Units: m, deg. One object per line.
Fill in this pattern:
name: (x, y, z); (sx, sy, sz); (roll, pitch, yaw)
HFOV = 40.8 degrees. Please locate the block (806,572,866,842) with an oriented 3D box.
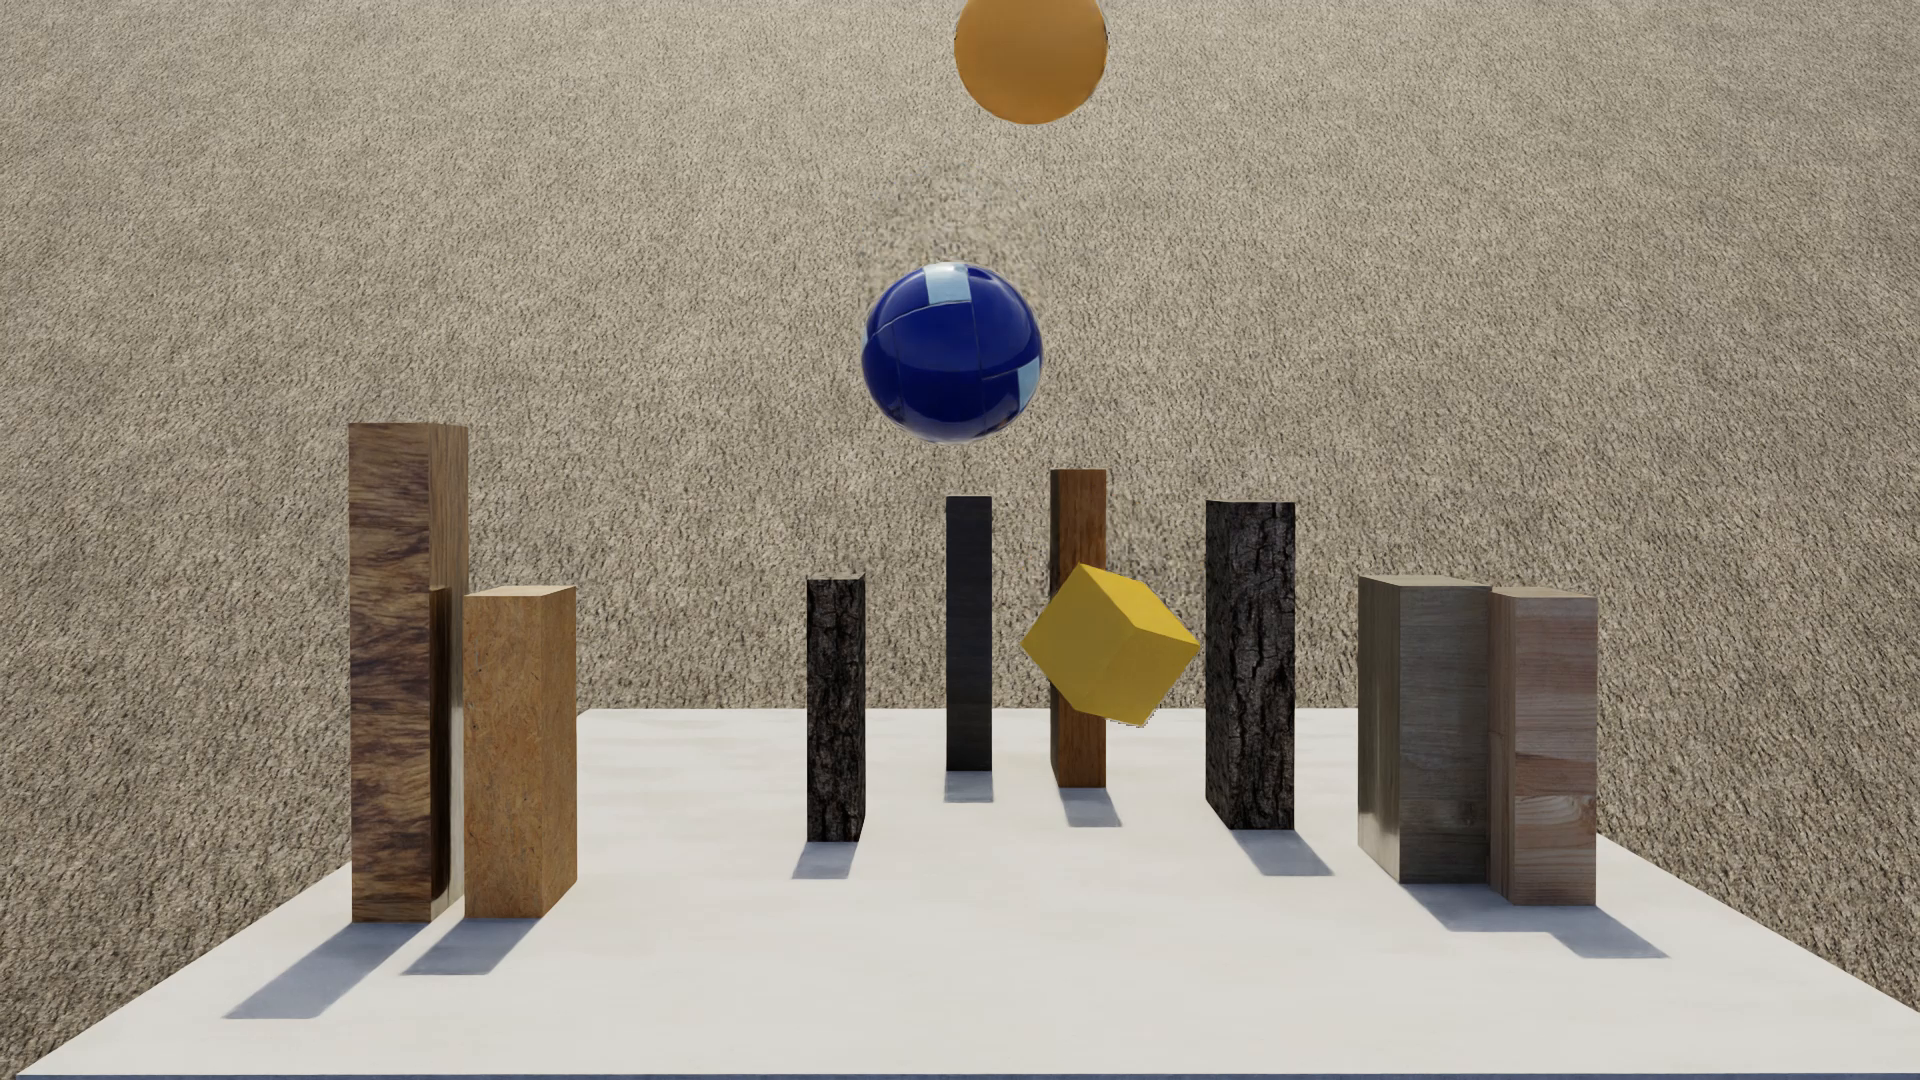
block: (-0.207, 0.273, 4.345); (0.084, 0.426, 0.324); (0, 1, 0)

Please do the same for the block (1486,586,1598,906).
block: (0.822, 0.288, 3.725); (0.113, 0.426, 0.333); (0, 1, 0)

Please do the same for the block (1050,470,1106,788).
block: (0.233, 0.163, 5.125); (0.090, 0.606, 0.443); (0, 1, 0)

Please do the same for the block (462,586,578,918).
block: (-0.614, 0.288, 3.624); (0.105, 0.434, 0.320); (0, 1, 0)

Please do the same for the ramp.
ramp: (0.059, 0.530, 4.567); (2.000, 0.100, 4.000); (0, 1, 0)

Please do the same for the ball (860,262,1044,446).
ball: (-0.008, -0.180, 2.495); (0.177, 0.177, 0.177); (0, 26, 0)

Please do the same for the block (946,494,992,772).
block: (0.018, 0.184, 5.354); (0.092, 0.553, 0.349); (0, 1, 0)

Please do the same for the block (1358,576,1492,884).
block: (0.706, 0.279, 3.947); (0.134, 0.434, 0.392); (0, 1, 0)

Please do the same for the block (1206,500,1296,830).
block: (0.506, 0.206, 4.526); (0.110, 0.549, 0.412); (0, 1, 0)

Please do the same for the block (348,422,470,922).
block: (-0.758, 0.174, 3.566); (0.106, 0.665, 0.279); (0, 1, 0)

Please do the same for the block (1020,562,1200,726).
block: (0.163, 0.114, 2.794); (0.114, 0.114, 0.114); (17, 25, -46)

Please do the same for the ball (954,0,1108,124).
ball: (0.073, -0.511, 2.672); (0.160, 0.160, 0.160); (0, 26, 0)
